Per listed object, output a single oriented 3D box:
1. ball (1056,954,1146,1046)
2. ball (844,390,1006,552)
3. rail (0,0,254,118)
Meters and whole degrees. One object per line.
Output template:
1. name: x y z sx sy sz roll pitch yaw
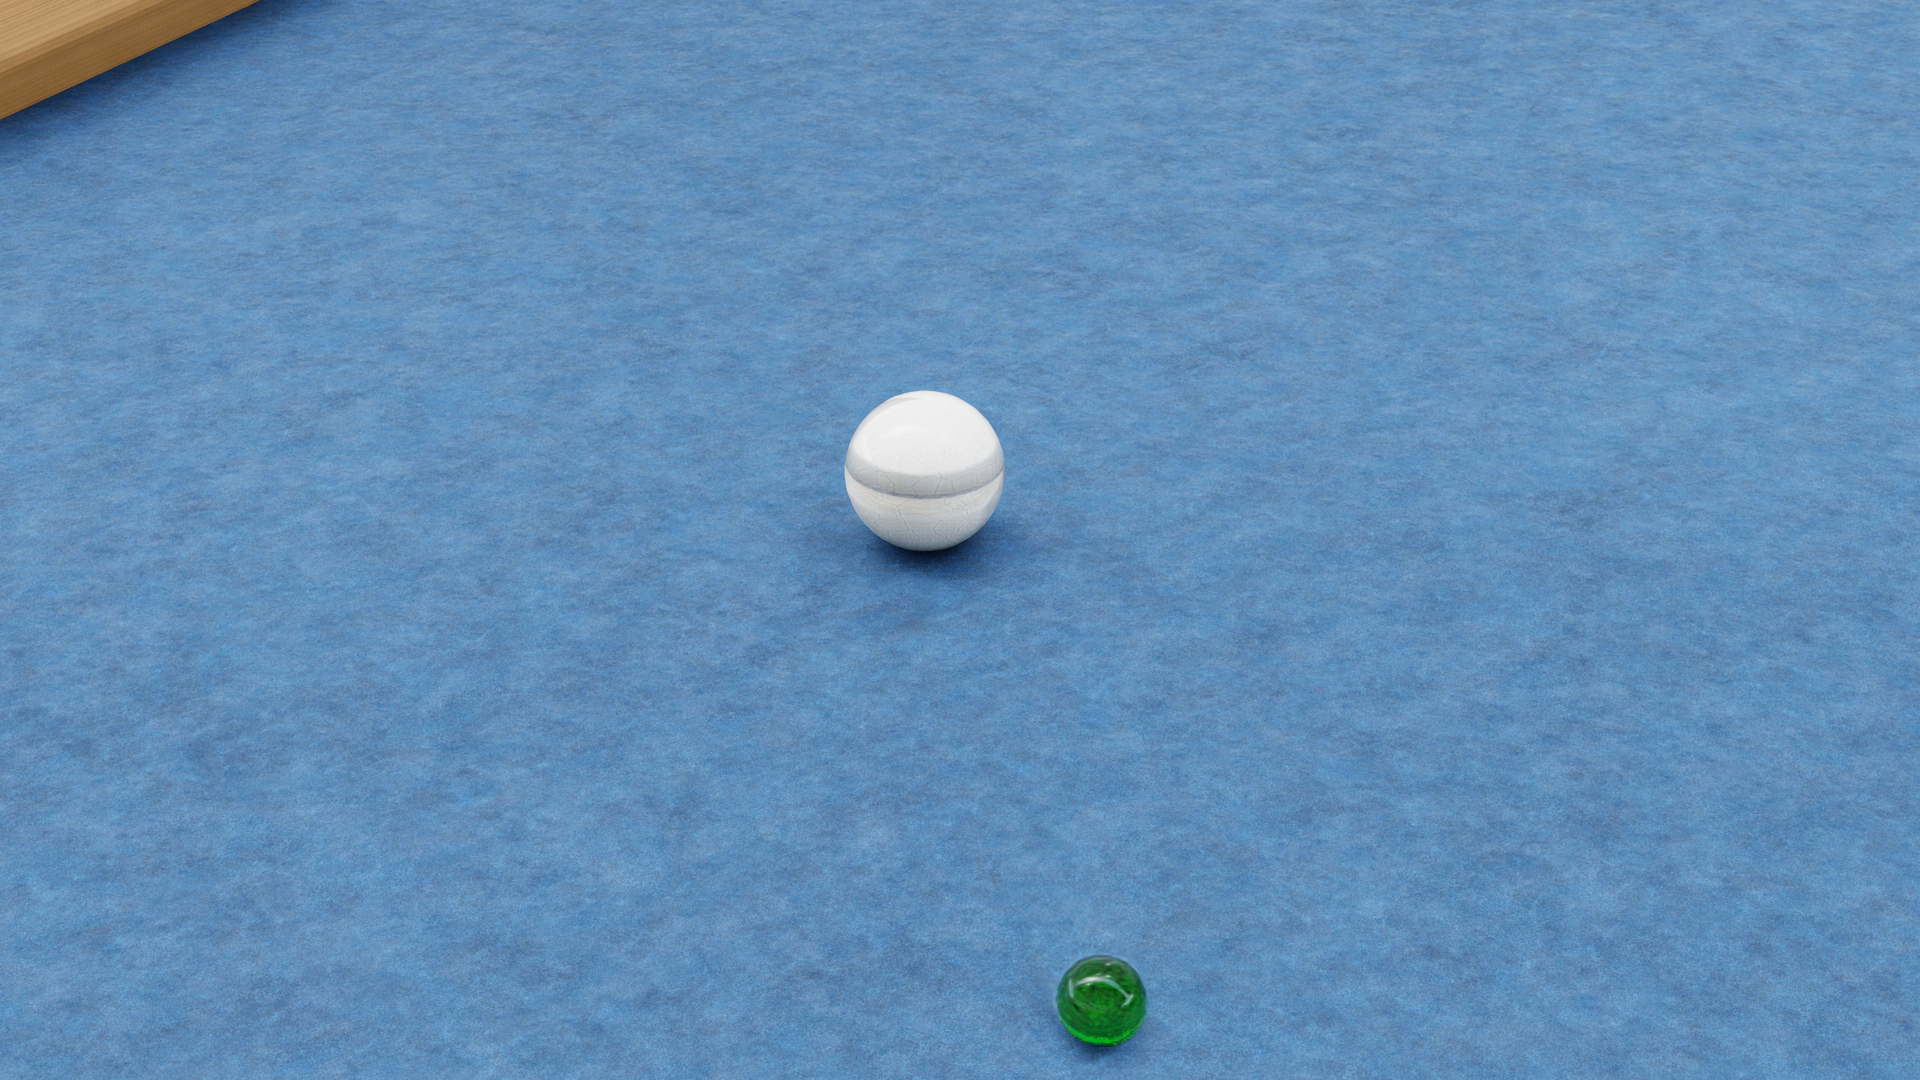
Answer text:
1. ball: 0.063 0.205 1.309 0.040 0.040 0.040 0 29 0
2. ball: -0.020 -0.040 1.701 0.093 0.093 0.093 0 29 0
3. rail: -0.455 -0.668 2.818 0.045 0.121 4.014 13 31 23
